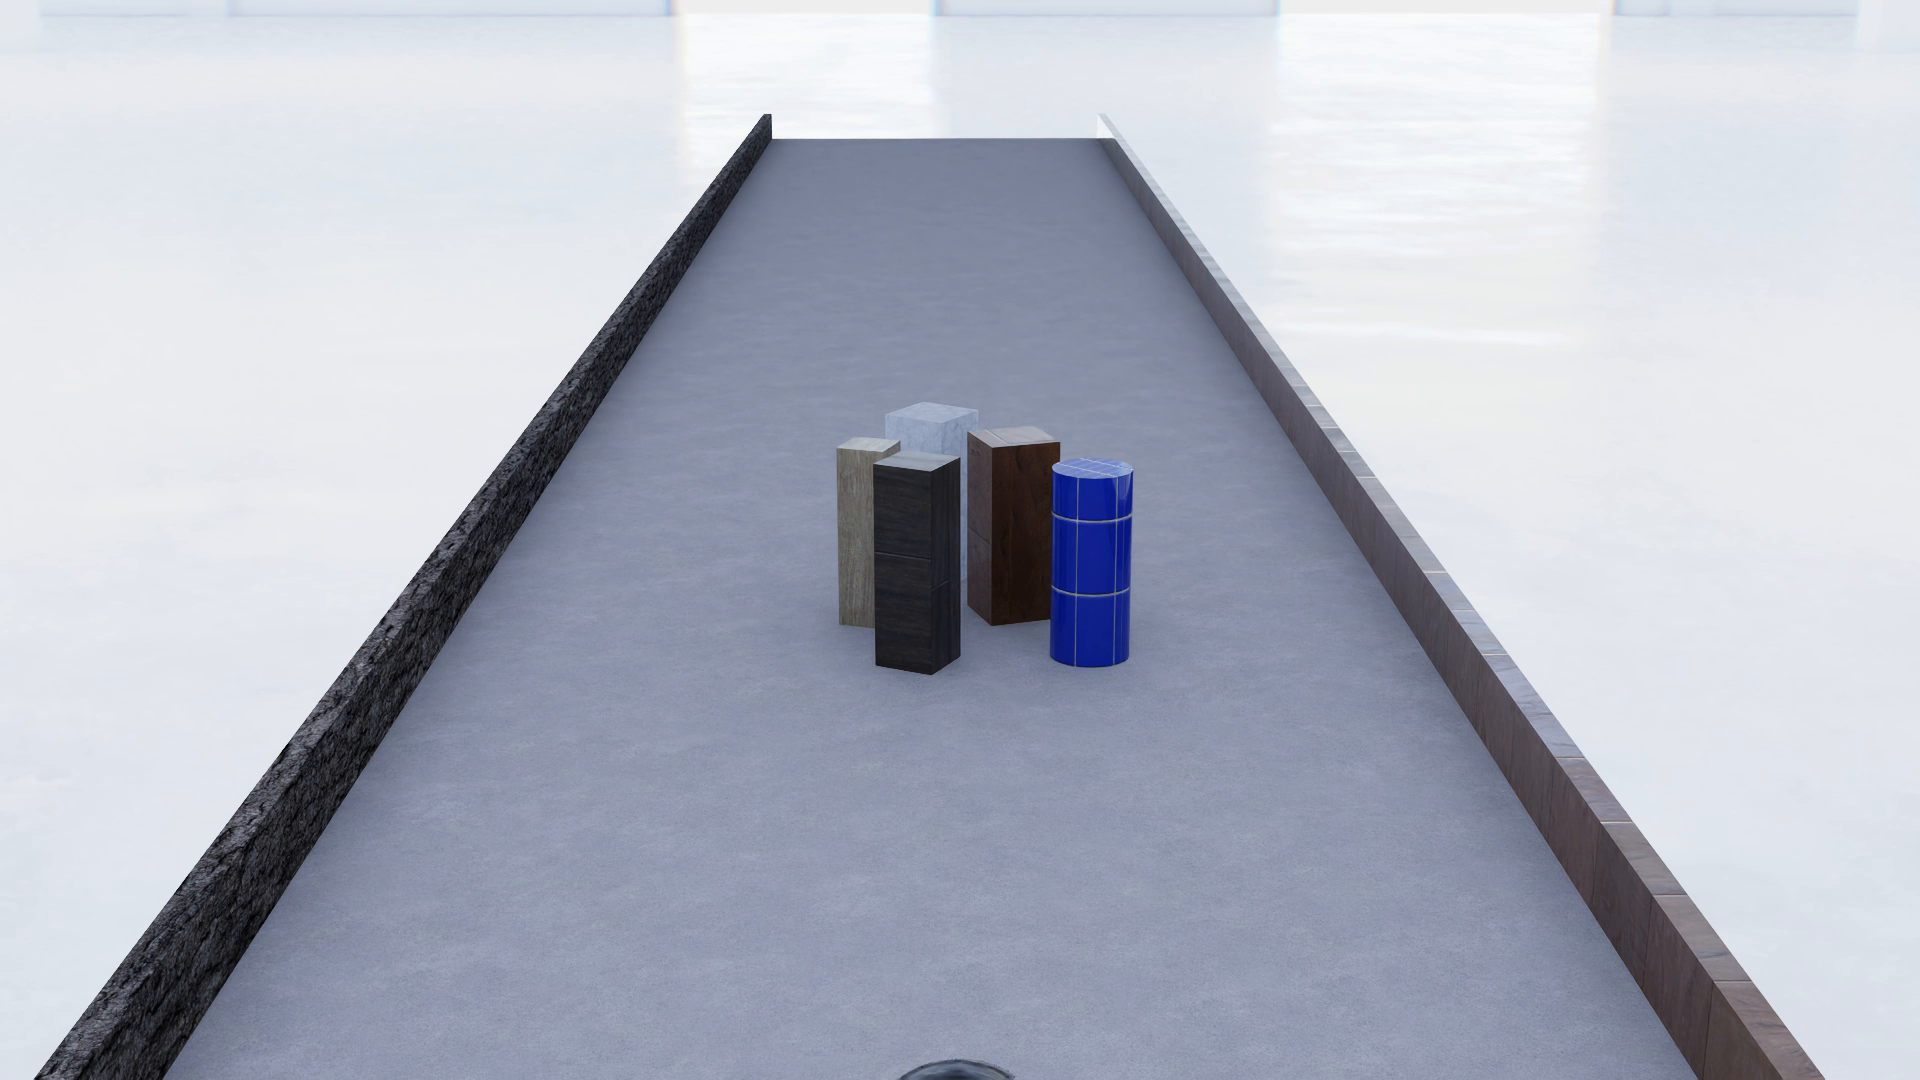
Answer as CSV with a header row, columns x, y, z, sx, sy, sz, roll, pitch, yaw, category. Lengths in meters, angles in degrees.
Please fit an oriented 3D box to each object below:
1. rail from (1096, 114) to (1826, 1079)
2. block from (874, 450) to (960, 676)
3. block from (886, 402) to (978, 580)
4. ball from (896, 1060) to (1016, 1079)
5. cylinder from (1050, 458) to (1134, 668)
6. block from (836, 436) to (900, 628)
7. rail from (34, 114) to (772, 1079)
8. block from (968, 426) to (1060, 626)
x,y,z,sx,sy,sz,roll,pitch,yaw,category
0.932,-0.844,7.801,0.050,0.150,12.000,0,17,-1,rail
-0.084,0.043,4.352,0.126,0.415,0.126,8,18,26,block
-0.062,-0.101,4.902,0.148,0.378,0.148,11,20,32,block
-0.004,0.701,2.462,0.233,0.233,0.233,0,17,0,ball
0.262,0.045,4.390,0.161,0.390,0.161,0,17,0,cylinder
-0.189,-0.015,4.605,0.102,0.383,0.102,6,17,18,block
-1.118,-0.838,7.780,0.050,0.150,12.000,0,17,-1,rail
0.112,-0.032,4.655,0.151,0.387,0.151,-6,18,-19,block
